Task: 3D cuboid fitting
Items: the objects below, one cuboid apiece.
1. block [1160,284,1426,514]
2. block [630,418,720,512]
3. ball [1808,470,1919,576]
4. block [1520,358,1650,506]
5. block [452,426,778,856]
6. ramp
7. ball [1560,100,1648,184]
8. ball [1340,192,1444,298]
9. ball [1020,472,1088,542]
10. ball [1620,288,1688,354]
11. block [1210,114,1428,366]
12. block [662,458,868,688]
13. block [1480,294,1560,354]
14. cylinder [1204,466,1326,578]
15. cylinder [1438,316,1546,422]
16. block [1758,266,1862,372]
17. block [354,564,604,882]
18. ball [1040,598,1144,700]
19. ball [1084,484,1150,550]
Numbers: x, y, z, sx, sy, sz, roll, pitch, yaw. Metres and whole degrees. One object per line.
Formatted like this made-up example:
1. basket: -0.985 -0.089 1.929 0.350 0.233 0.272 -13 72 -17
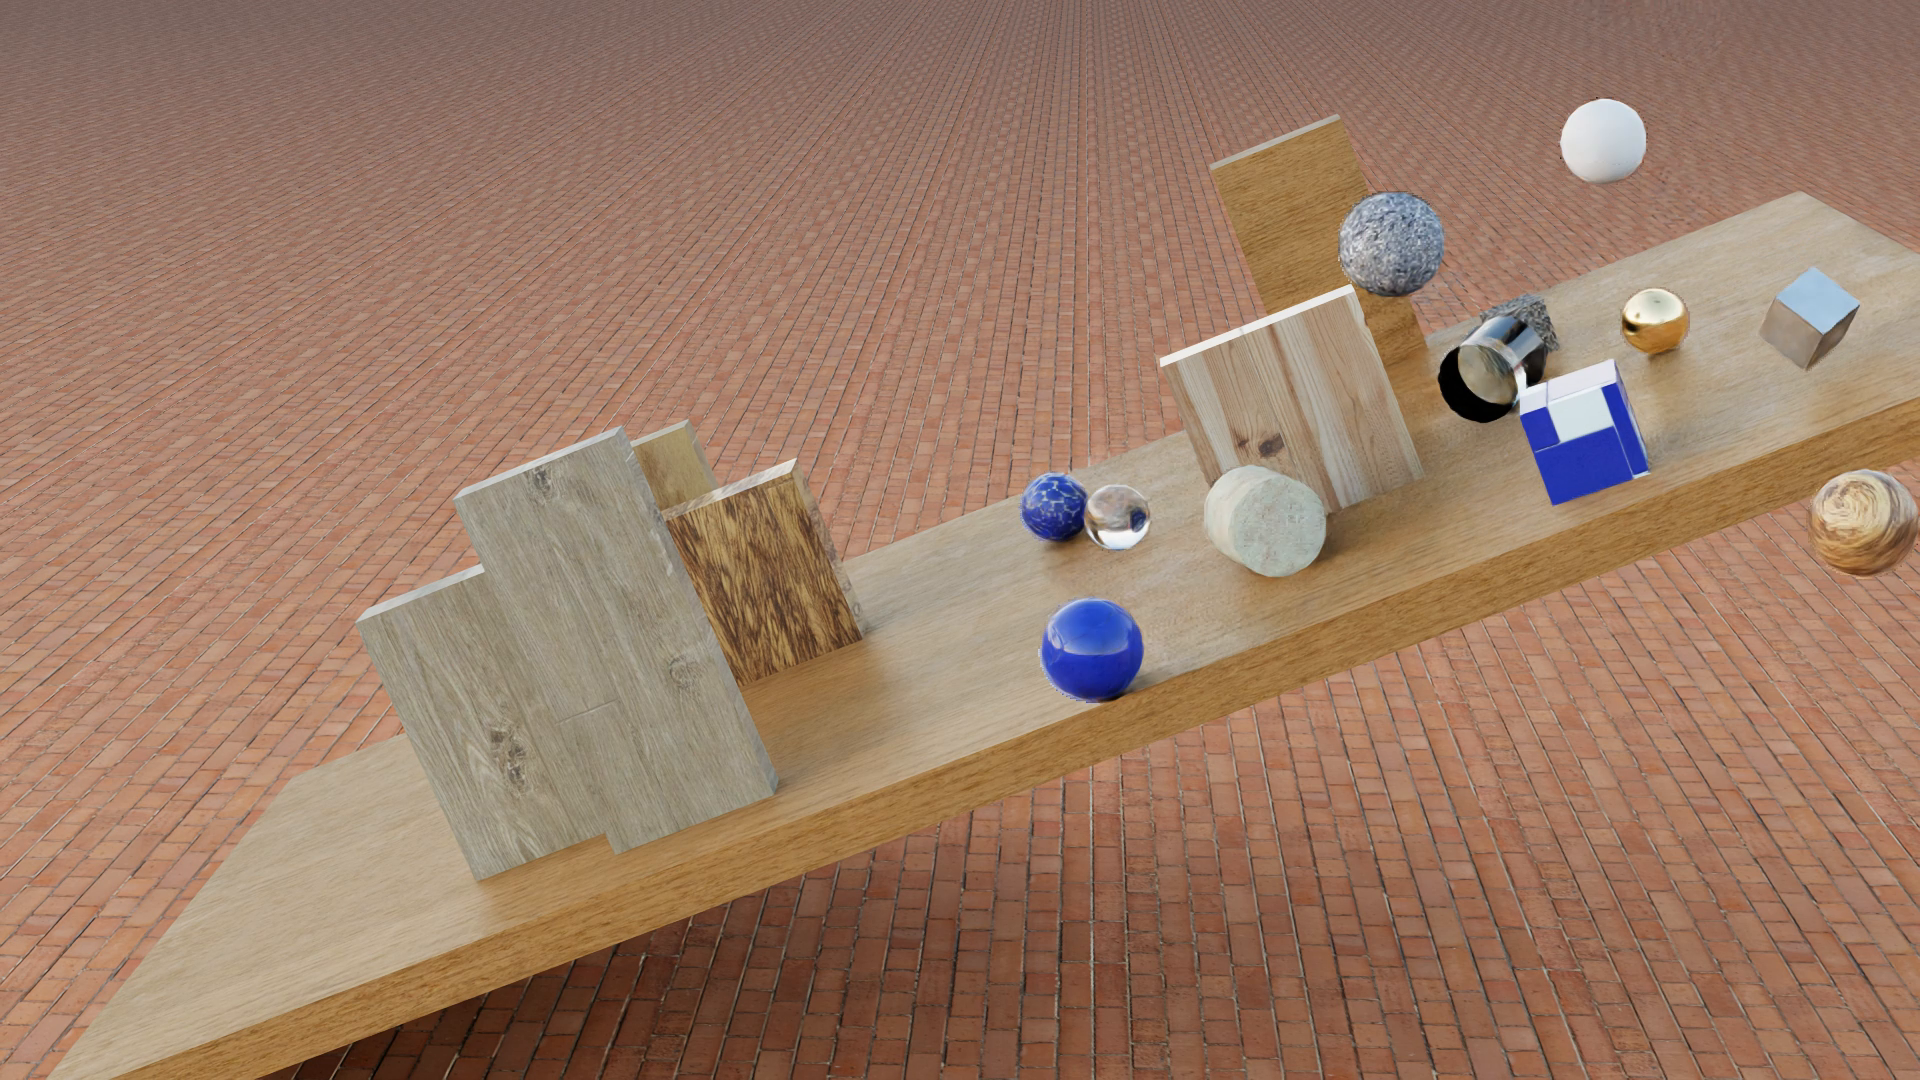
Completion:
1. block: 0.667 -0.246 5.909 0.409 0.404 0.089 -21 12 7
2. block: -0.669 0.038 6.764 0.327 0.546 0.091 -21 12 7
3. ball: 1.452 -0.027 4.726 0.172 0.172 0.172 0 14 0
4. block: 1.140 -0.198 5.378 0.181 0.181 0.181 -19 13 16
5. block: -0.646 0.193 5.564 0.332 0.750 0.093 -21 12 7
6. ramp: 0.125 0.173 6.289 4.000 0.100 2.000 -21 12 7
7. ball: 1.388 -0.859 6.340 0.182 0.182 0.182 0 14 0
8. ball: 0.863 -0.590 5.877 0.209 0.209 0.209 0 14 0
9. ball: 0.214 -0.074 6.581 0.155 0.155 0.155 0 14 0
10. ball: 1.429 -0.450 6.053 0.134 0.134 0.134 0 14 0
11. block: 0.850 -0.671 6.973 0.323 0.587 0.110 -21 12 7
12. block: -0.460 0.085 6.516 0.373 0.406 0.144 -21 12 7
13. block: 1.236 -0.462 6.494 0.118 0.118 0.118 -23 12 0
14. cylinder: 0.586 -0.037 5.664 0.190 0.190 0.190 -3 9 -11
15. cylinder: 1.111 -0.356 6.130 0.172 0.172 0.172 8 27 30
16. block: 1.576 -0.411 5.462 0.114 0.114 0.114 -36 66 -25
17. block: -0.936 0.356 5.810 0.282 0.573 0.108 -21 12 7
18. ball: 0.238 0.196 5.301 0.186 0.186 0.186 0 14 0
19. ball: 0.335 -0.049 6.283 0.143 0.143 0.143 0 14 0
